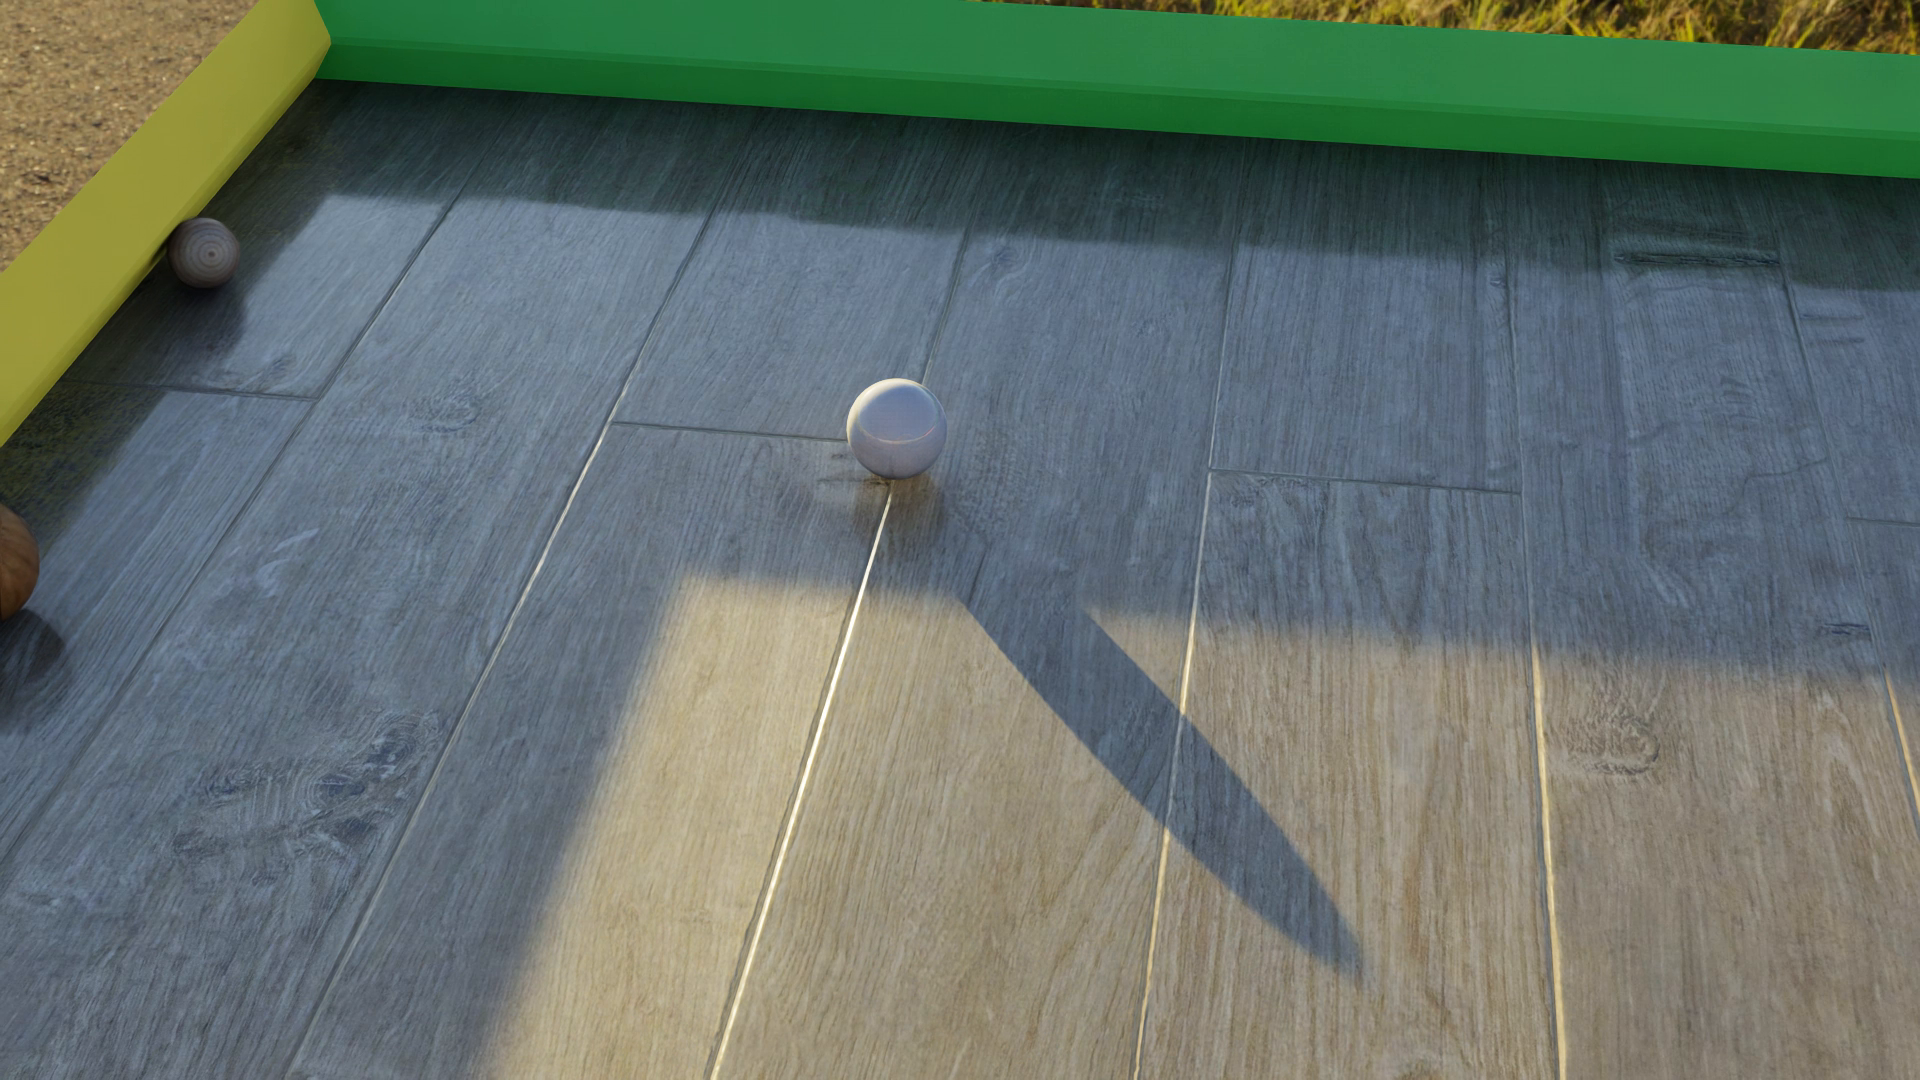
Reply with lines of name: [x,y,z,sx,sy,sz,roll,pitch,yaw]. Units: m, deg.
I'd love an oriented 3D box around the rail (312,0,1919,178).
rail: [0.914,-0.396,2.456,3.234,0.126,0.045,5,35,7]

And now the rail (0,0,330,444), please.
rail: [-0.777,-0.084,2.001,0.045,0.126,1.627,5,35,7]

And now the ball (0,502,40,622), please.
ball: [-0.726,0.016,1.883,0.097,0.097,0.097,0,34,0]

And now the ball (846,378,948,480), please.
ball: [-0.050,-0.089,2.050,0.081,0.081,0.081,0,34,0]

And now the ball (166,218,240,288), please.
ball: [-0.683,-0.259,2.314,0.064,0.064,0.064,0,34,0]
